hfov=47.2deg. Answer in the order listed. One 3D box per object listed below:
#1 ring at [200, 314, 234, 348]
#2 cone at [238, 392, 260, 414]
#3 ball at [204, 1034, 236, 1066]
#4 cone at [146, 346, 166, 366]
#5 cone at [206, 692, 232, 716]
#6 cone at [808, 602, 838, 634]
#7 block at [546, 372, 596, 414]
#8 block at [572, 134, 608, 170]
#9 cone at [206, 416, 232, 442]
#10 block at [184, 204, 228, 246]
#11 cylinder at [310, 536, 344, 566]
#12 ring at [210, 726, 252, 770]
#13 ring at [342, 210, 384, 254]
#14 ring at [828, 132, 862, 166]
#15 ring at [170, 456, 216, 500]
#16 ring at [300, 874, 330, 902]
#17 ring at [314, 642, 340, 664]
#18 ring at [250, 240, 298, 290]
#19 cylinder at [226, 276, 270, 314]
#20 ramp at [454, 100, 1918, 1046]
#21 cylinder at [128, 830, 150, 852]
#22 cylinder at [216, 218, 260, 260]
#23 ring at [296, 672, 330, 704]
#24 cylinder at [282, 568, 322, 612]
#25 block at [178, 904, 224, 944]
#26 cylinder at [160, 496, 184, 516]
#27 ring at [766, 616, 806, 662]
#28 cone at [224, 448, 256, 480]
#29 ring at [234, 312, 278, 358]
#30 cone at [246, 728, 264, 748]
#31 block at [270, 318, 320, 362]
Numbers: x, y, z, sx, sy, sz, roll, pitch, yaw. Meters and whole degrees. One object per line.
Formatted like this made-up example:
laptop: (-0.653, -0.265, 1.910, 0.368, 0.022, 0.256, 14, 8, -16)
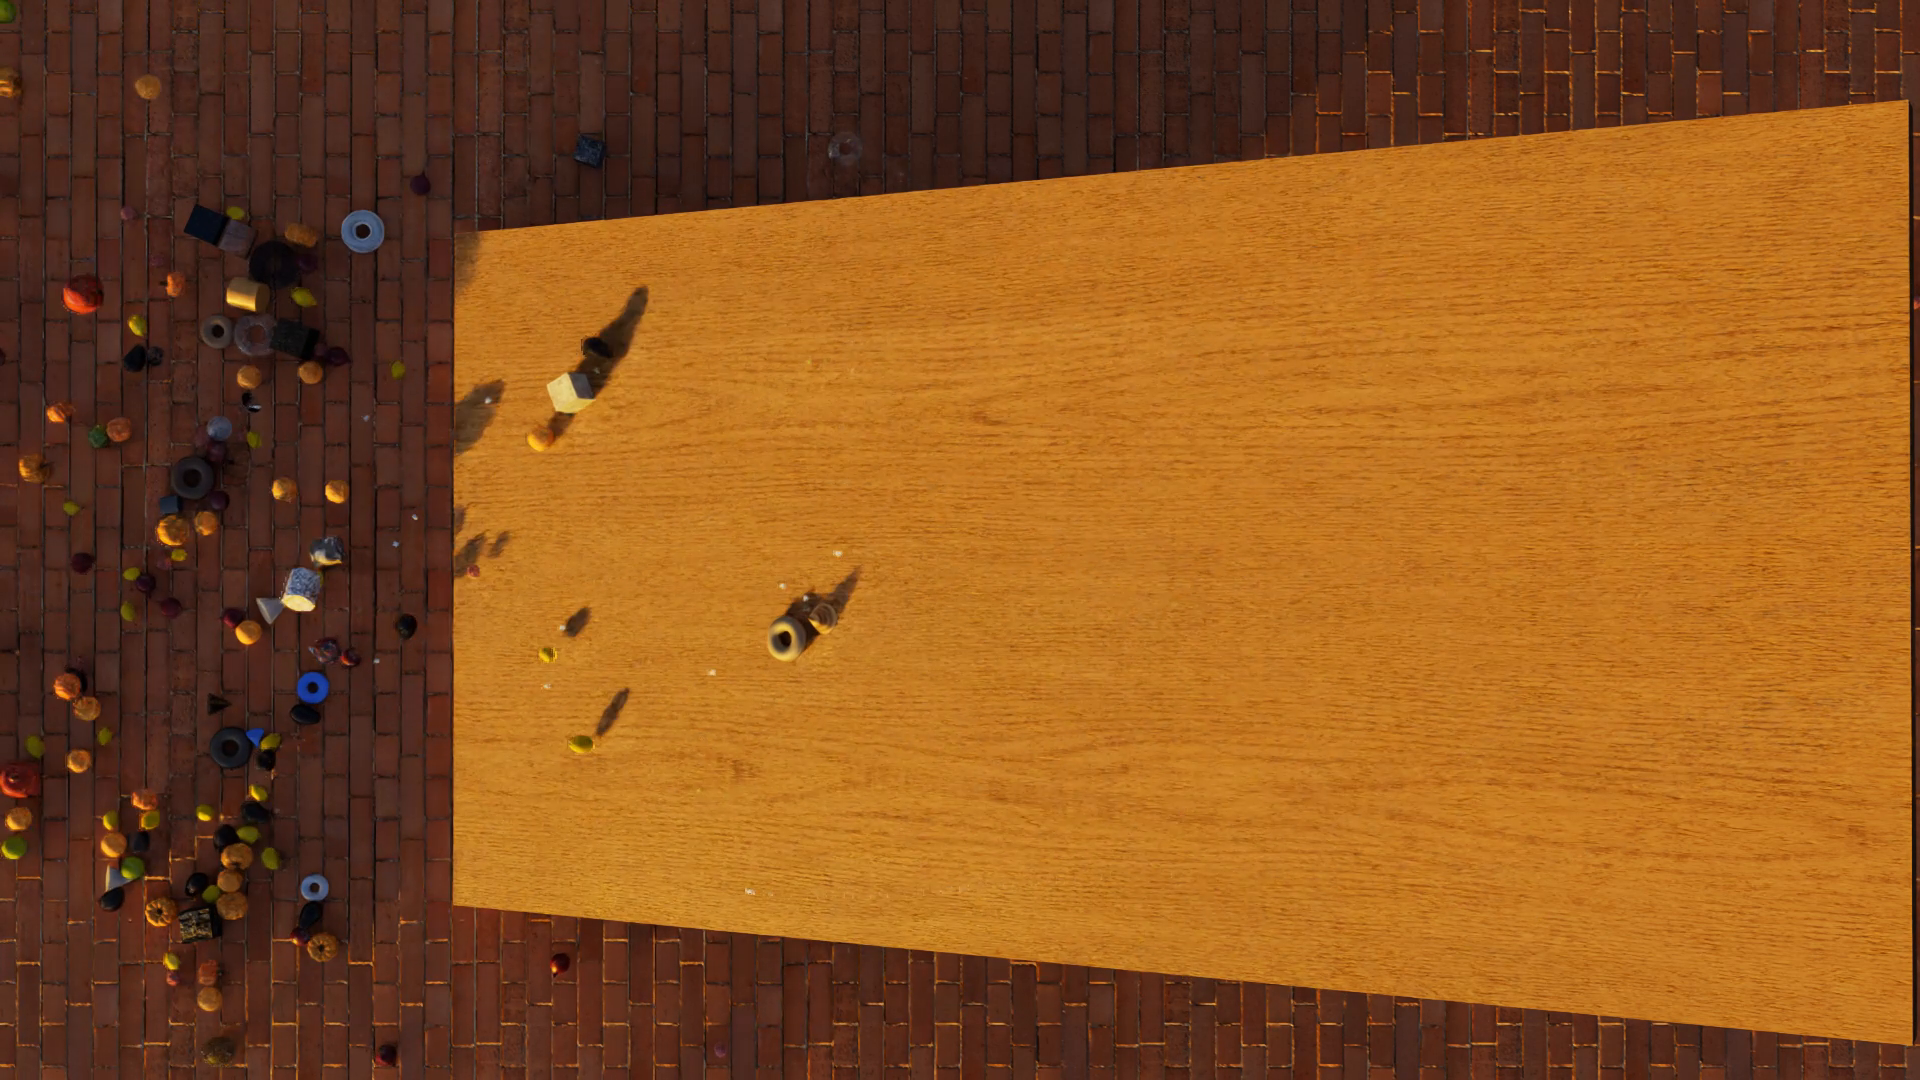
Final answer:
ring: (-2.236, -0.629, 6.632, 0.106, 0.035, 0.106, 0, 90, -1)
cone: (-2.158, -0.398, 6.631, 0.068, 0.068, 0.068, -30, 89, 26)
ball: (-2.213, 1.526, 6.580, 0.093, 0.093, 0.093, 0, 89, 0)
cone: (-2.432, -0.557, 6.619, 0.058, 0.058, 0.058, 0, 89, 0)
cone: (-2.227, 0.494, 6.622, 0.071, 0.071, 0.071, 1, 89, -27)
cone: (-0.384, 0.210, 5.896, 0.085, 0.085, 0.085, 0, 89, 28)
block: (-1.114, -0.422, 6.298, 0.084, 0.084, 0.084, -29, 76, 25)
block: (-1.113, -1.167, 6.617, 0.075, 0.075, 0.075, 19, 89, 0)
cone: (-2.238, -0.337, 6.607, 0.078, 0.078, 0.078, 0, 89, 0)
block: (-2.256, -0.943, 6.606, 0.093, 0.093, 0.093, 23, 89, 0)
cylinder: (-1.900, 0.035, 6.602, 0.080, 0.080, 0.080, -9, 89, 0)
ring: (-2.193, 0.626, 6.615, 0.129, 0.043, 0.129, 0, 88, 0)
ring: (-1.800, -0.931, 6.631, 0.131, 0.044, 0.131, 0, 90, -1)
ring: (-0.347, -1.180, 6.637, 0.108, 0.036, 0.108, 0, 90, -1)
ring: (-2.308, -0.186, 6.622, 0.137, 0.046, 0.137, 0, 88, -1)
ring: (-1.941, 1.046, 6.617, 0.086, 0.029, 0.086, 0, 86, 1)
ring: (-1.883, 0.335, 6.546, 0.078, 0.078, 0.026, 18, 130, 0)
ring: (-2.066, -0.828, 6.627, 0.147, 0.049, 0.147, 0, 90, 0)
cylinder: (-2.135, -0.735, 6.599, 0.091, 0.091, 0.091, 14, 89, 8)
ramp: (0.275, 0.077, 5.646, 4.000, 0.100, 2.000, 0, 89, 28)
cylinder: (-2.466, 0.907, 6.605, 0.057, 0.057, 0.057, -9, 87, 0)
cylinder: (-2.170, -0.905, 6.604, 0.096, 0.096, 0.096, 24, 90, 0)
ring: (-1.948, 0.445, 6.622, 0.097, 0.032, 0.097, 0, 90, -1)
cylinder: (-1.946, 0.147, 6.506, 0.094, 0.094, 0.094, 6, 58, 0)
block: (-2.274, 1.150, 6.585, 0.092, 0.092, 0.092, -9, 89, 0)
cylinder: (-2.374, -0.104, 6.617, 0.053, 0.053, 0.053, -7, 89, 0)
ring: (-0.471, 0.269, 5.967, 0.123, 0.041, 0.123, -1, 88, 29)
cone: (-2.177, -0.232, 6.596, 0.097, 0.097, 0.097, 0, 89, 0)
ring: (-2.118, -0.618, 6.626, 0.143, 0.048, 0.143, 0, 91, 0)
cone: (-2.119, 0.605, 6.624, 0.054, 0.054, 0.054, -3, 116, 0)
block: (-1.997, -0.603, 6.600, 0.097, 0.097, 0.097, 20, 89, 0)
